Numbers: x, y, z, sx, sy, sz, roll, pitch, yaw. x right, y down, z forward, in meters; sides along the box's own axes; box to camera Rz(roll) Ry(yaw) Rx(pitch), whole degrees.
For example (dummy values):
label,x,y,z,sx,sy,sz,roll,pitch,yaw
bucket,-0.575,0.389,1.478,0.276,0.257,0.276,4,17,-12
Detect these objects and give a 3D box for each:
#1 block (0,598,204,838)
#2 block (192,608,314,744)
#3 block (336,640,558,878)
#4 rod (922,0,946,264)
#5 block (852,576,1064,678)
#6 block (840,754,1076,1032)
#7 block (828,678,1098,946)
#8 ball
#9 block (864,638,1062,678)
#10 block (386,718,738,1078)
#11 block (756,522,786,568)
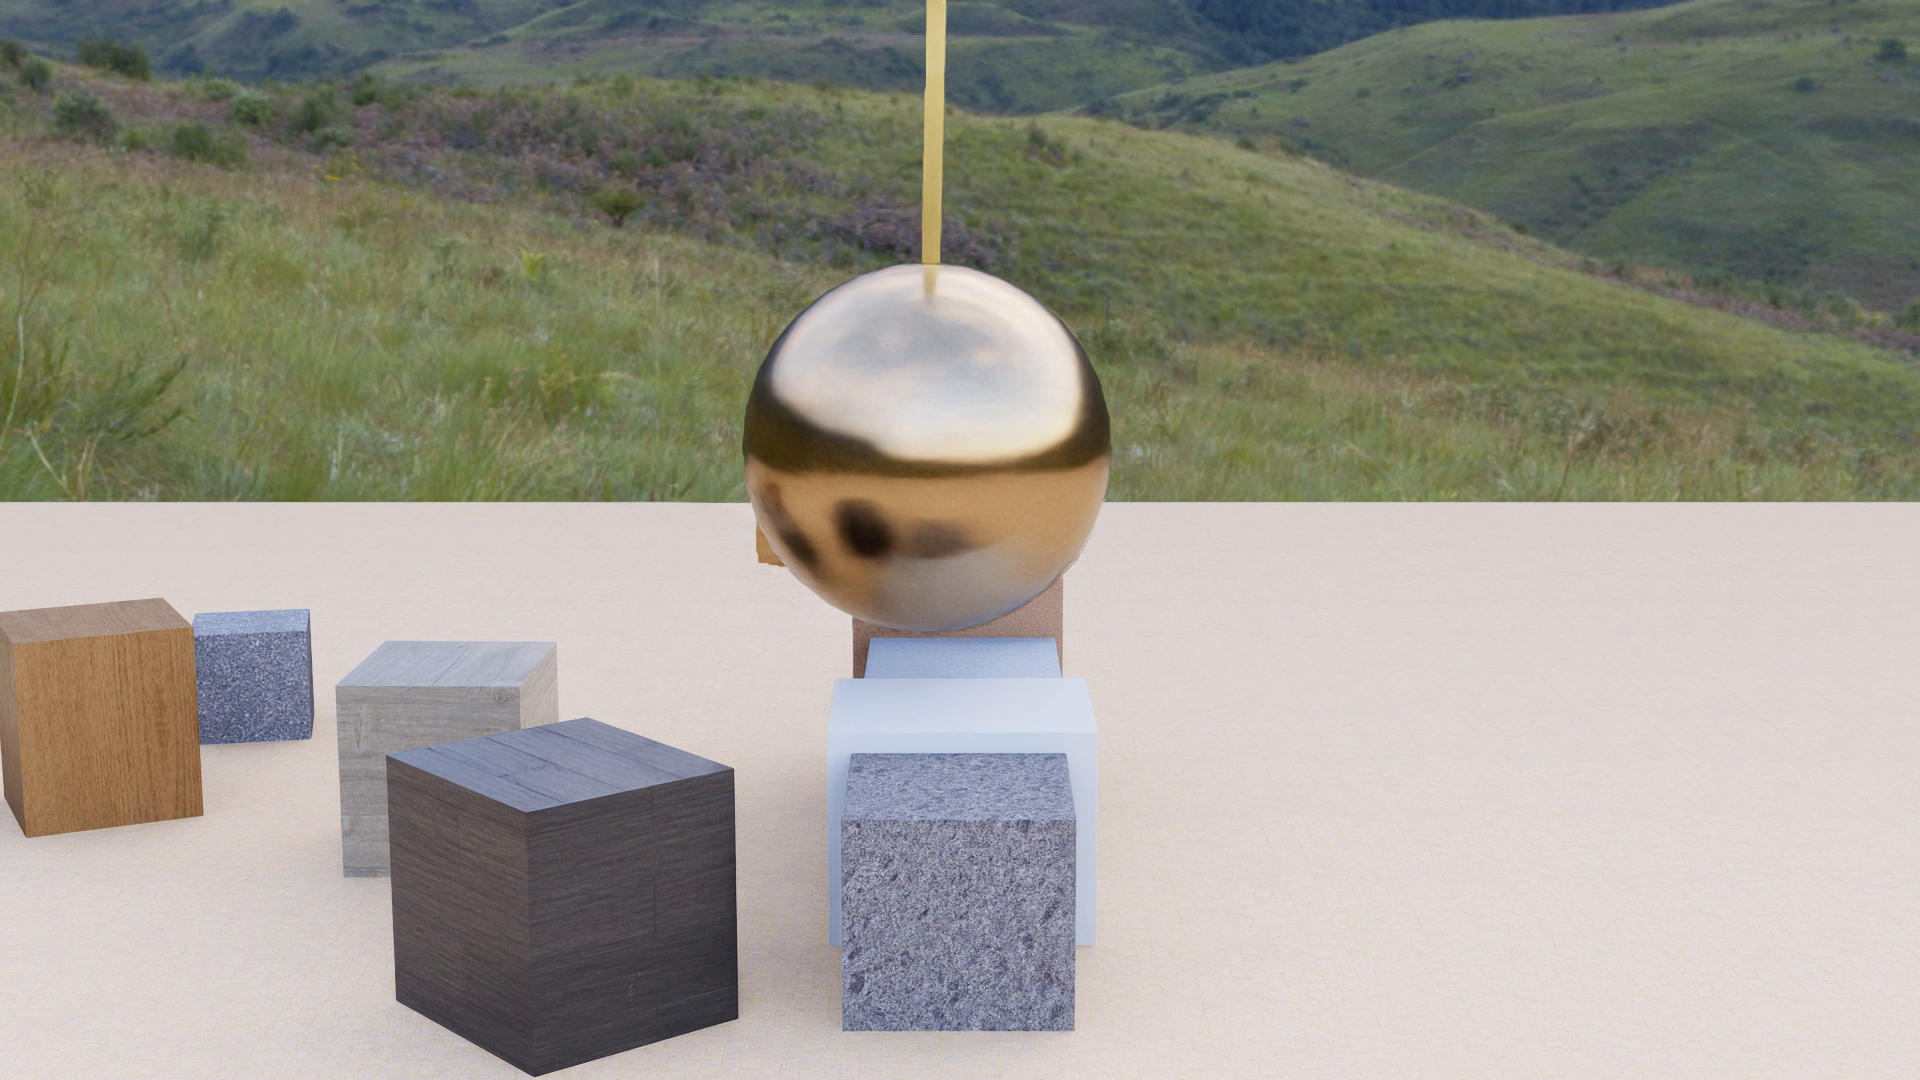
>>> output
label,x,y,z,sx,sy,sz,roll,pitch,yaw
block,-4.164,0.837,12.375,0.808,0.925,0.783,-5,12,-27
block,-3.826,0.733,13.879,0.607,0.593,0.587,-2,11,-12
block,-2.313,0.985,11.711,0.809,0.871,0.902,0,10,1
rod,-0.062,-3.744,10.500,0.080,5.200,0.080,1,10,0
block,-0.010,0.655,12.778,1.002,1.140,0.994,0,10,0
block,-0.005,1.341,9.918,0.863,0.813,0.940,0,10,0
block,0.007,1.130,10.846,1.088,0.896,0.937,0,10,-1
ball,-0.143,-0.400,11.108,1.600,1.600,1.600,0,10,0
block,0.013,0.975,11.811,0.879,0.855,1.002,0,10,0
block,-1.499,1.306,9.664,0.888,0.973,1.010,-9,13,-40
block,-0.418,-0.297,12.530,0.833,0.822,0.801,10,14,43
